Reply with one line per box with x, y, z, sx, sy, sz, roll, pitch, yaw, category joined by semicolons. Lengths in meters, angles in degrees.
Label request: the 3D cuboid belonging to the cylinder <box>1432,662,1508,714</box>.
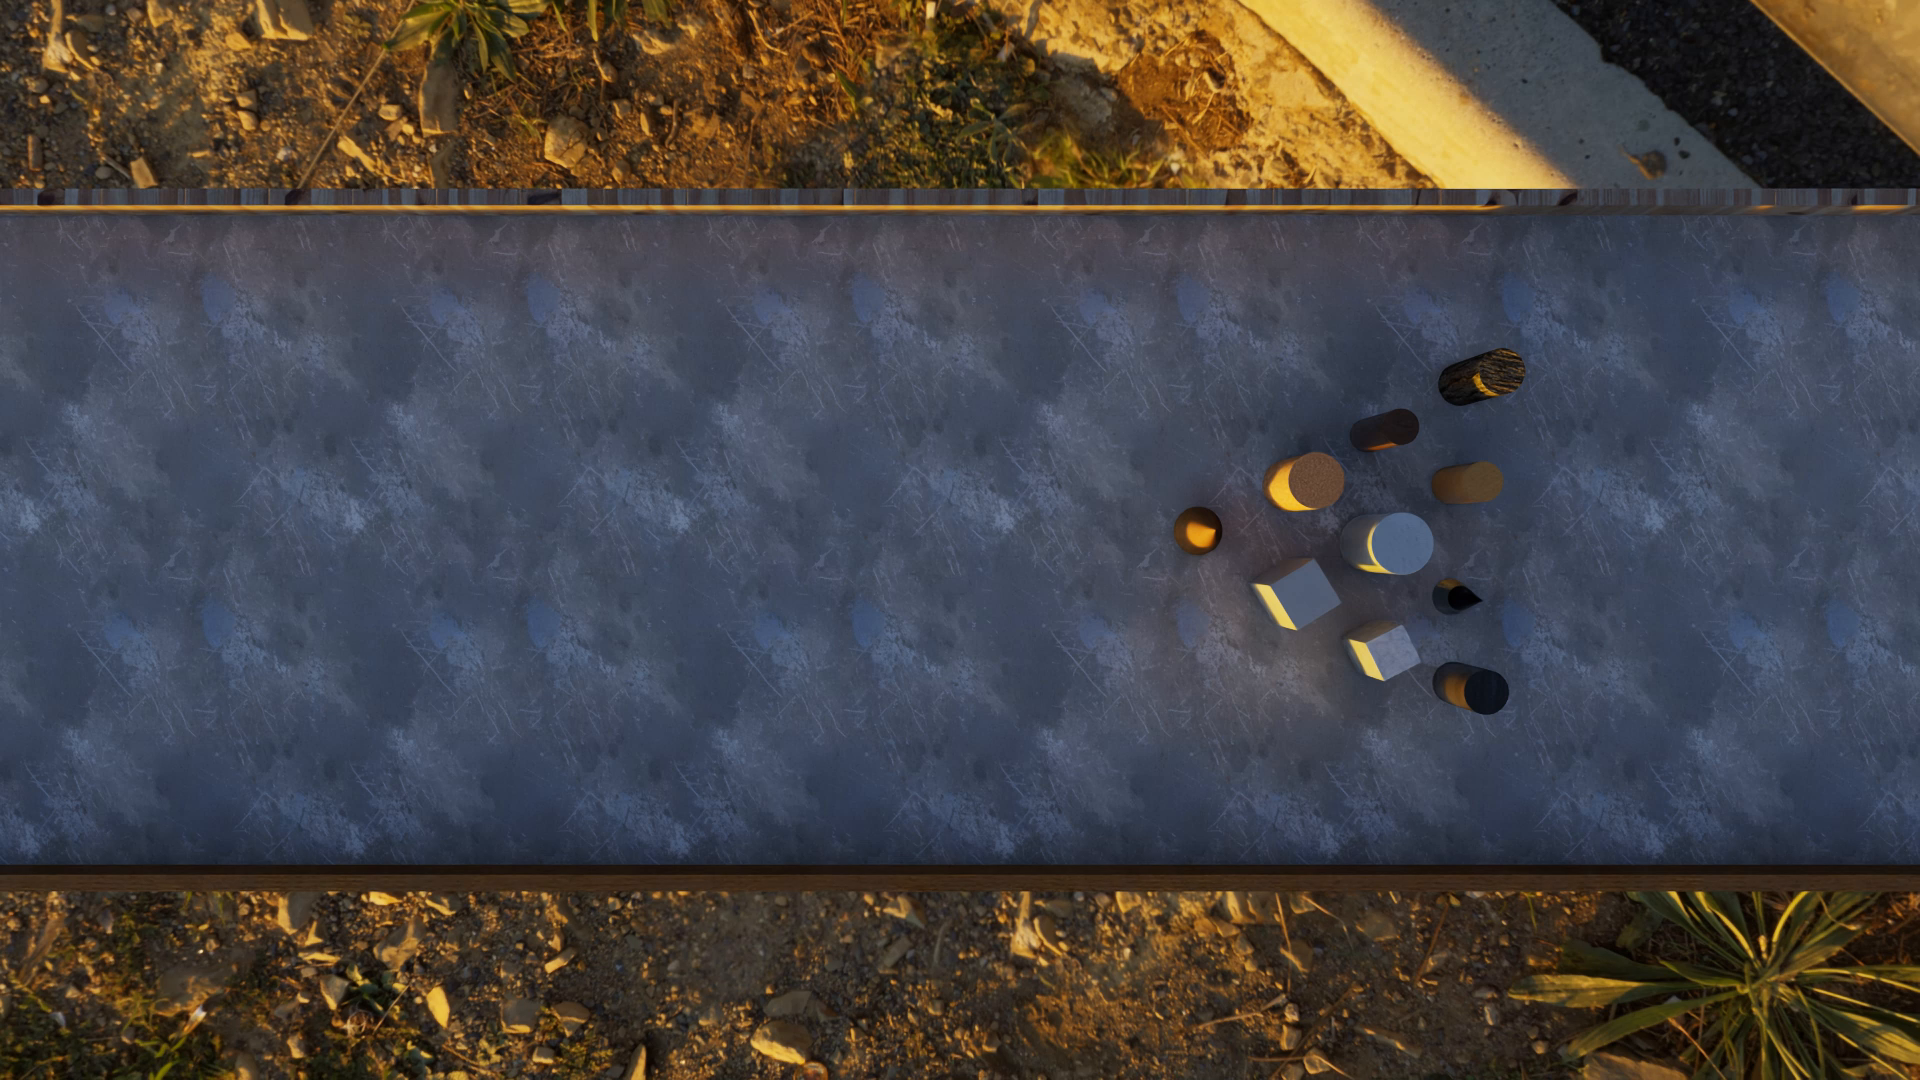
1.519;0.440;4.917;0.130;0.320;0.130;0;90;0;cylinder

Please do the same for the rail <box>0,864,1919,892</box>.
-2.247;1.025;5.001;12.000;0.150;0.050;0;90;0;rail

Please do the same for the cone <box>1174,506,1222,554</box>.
0.733;-0.028;4.903;0.150;0.347;0.150;0;90;0;cone

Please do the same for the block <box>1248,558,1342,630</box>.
0.990;0.156;4.898;0.150;0.357;0.150;-32;90;0;block

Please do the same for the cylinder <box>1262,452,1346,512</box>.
1.011;-0.169;4.876;0.161;0.401;0.161;0;90;0;cylinder

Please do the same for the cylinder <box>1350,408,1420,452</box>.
1.252;-0.321;4.878;0.104;0.397;0.104;0;90;0;cylinder

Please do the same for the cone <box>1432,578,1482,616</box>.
1.510;0.175;4.918;0.113;0.317;0.113;0;90;0;cone

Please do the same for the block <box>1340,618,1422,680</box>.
1.249;0.325;4.915;0.122;0.322;0.122;-27;90;0;block

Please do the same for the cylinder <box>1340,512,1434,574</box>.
1.256;0.010;4.880;0.177;0.393;0.177;0;90;0;cylinder

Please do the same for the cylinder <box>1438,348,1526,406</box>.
1.538;-0.479;4.877;0.132;0.398;0.132;0;90;0;cylinder

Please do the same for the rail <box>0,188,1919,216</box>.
-2.247;-1.025;5.002;12.000;0.150;0.050;0;90;0;rail

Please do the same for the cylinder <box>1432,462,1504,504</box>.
1.509;-0.169;4.916;0.117;0.320;0.117;0;90;0;cylinder
